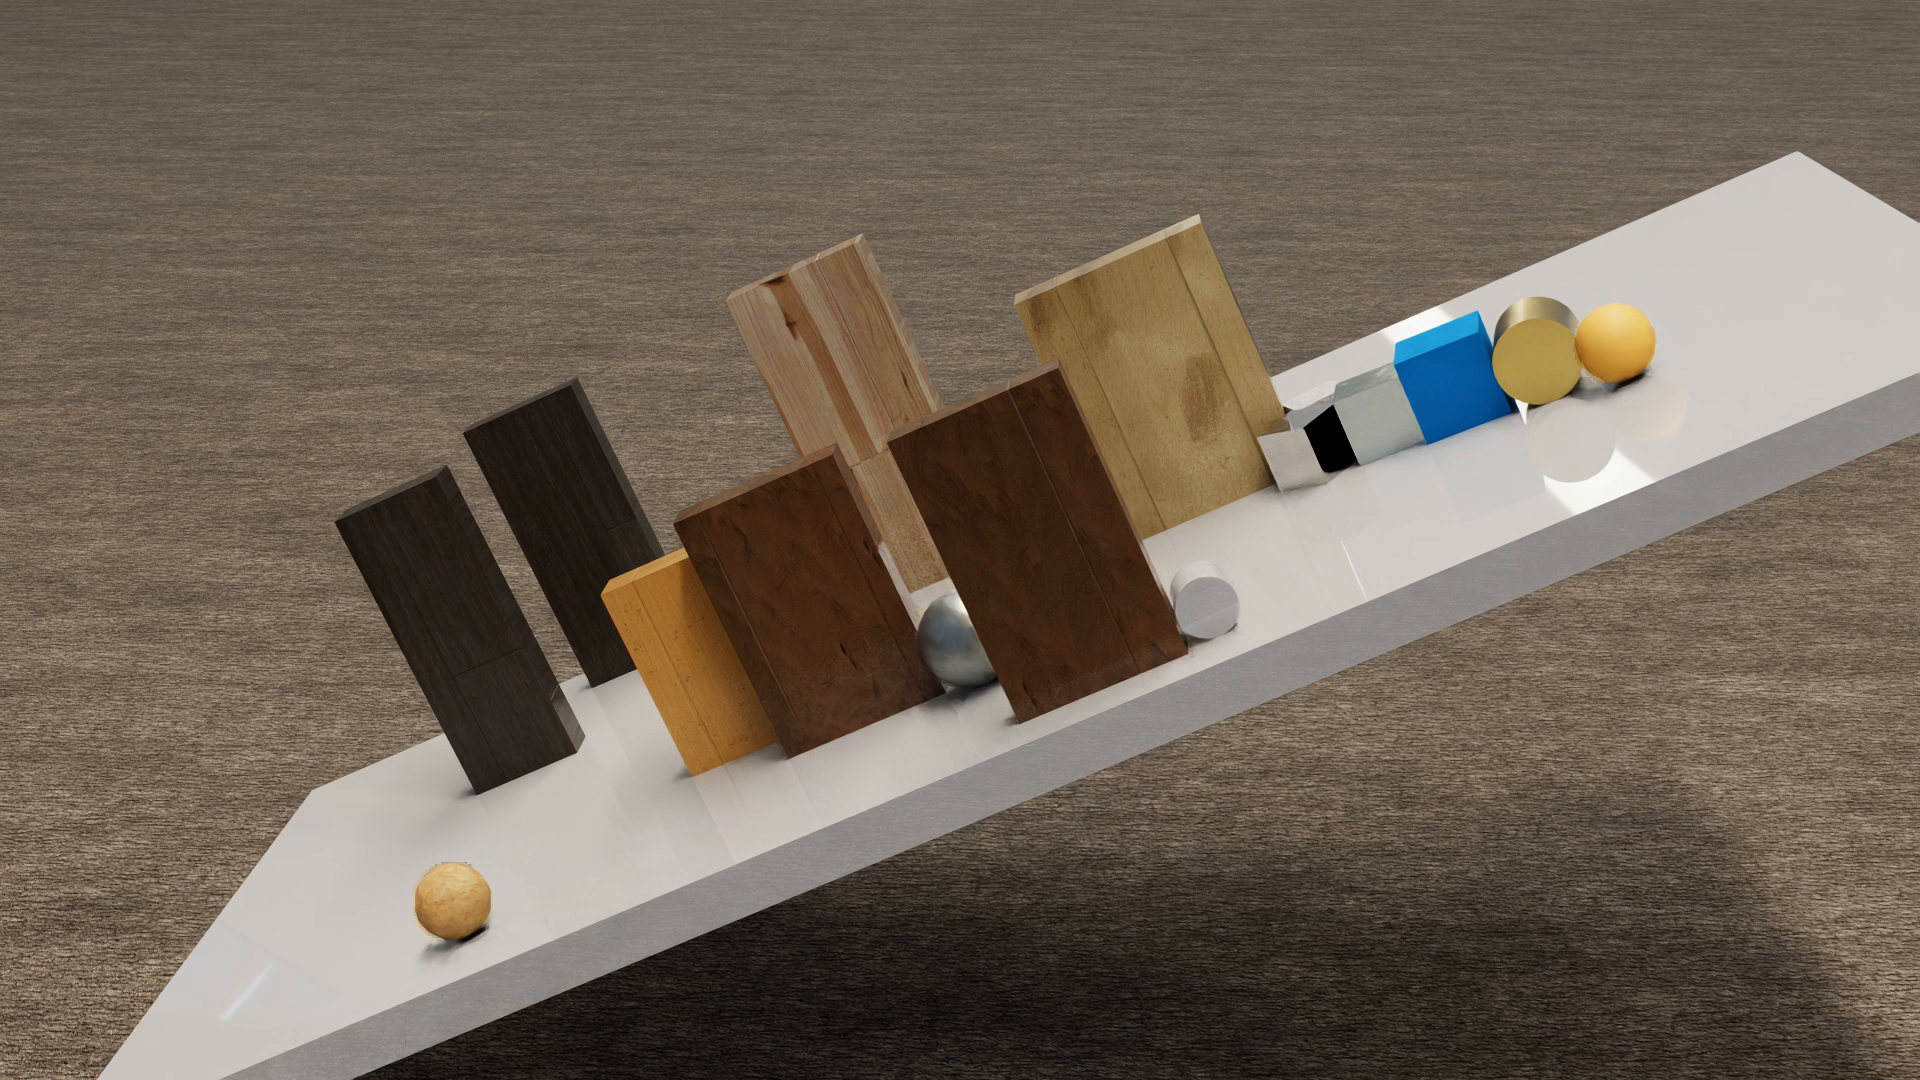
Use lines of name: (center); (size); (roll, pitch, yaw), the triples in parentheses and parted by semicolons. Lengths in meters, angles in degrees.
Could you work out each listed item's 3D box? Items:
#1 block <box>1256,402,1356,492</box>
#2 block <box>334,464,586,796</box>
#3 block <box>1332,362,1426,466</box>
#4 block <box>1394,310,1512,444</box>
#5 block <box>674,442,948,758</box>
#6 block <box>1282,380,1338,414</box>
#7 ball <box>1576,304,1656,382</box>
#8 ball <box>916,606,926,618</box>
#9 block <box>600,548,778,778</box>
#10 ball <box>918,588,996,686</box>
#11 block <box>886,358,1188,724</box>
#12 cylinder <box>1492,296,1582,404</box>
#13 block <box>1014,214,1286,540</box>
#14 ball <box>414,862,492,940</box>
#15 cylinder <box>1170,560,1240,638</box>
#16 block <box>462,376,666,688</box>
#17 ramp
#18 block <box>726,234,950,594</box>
block: (0.725, -0.193, 6.104); (0.129, 0.129, 0.129); (-11, 19, 47)
block: (-1.131, 0.207, 6.680); (0.258, 0.707, 0.114); (-23, 13, 9)
block: (0.869, -0.264, 6.072); (0.147, 0.147, 0.147); (-22, 13, 16)
block: (1.008, -0.333, 6.012); (0.181, 0.181, 0.181); (-22, 13, 16)
block: (-0.293, 0.122, 5.846); (0.347, 0.531, 0.104); (-23, 13, 9)
block: (0.777, -0.254, 6.263); (0.122, 0.122, 0.122); (-26, 13, -6)
ball: (1.286, -0.387, 5.769); (0.155, 0.155, 0.155); (0, 15, 0)
ball: (-0.105, 0.210, 5.995); (0.154, 0.154, 0.154); (0, 15, 0)
block: (-0.497, 0.226, 6.051); (0.312, 0.428, 0.113); (-23, 13, 9)
ball: (0.014, 0.190, 5.761); (0.195, 0.195, 0.195); (0, 15, 0)
block: (0.145, 0.005, 5.377); (0.338, 0.584, 0.087); (-23, 13, 9)
cylinder: (1.164, -0.383, 5.929); (0.178, 0.178, 0.178); (3, 19, 10)
block: (0.426, -0.335, 6.222); (0.424, 0.574, 0.118); (-23, 13, 9)
ball: (-0.983, 0.700, 5.702); (0.149, 0.149, 0.149); (0, 15, 0)
cylinder: (0.451, 0.110, 5.435); (0.118, 0.118, 0.118); (0, 14, -1)
block: (-0.914, -0.015, 7.166); (0.292, 0.703, 0.091); (-23, 13, 9)
ramp: (0.133, 0.170, 6.283); (4.000, 0.100, 2.000); (-23, 13, 9)
block: (-0.208, -0.265, 6.666); (0.330, 0.781, 0.115); (-23, 13, 9)
